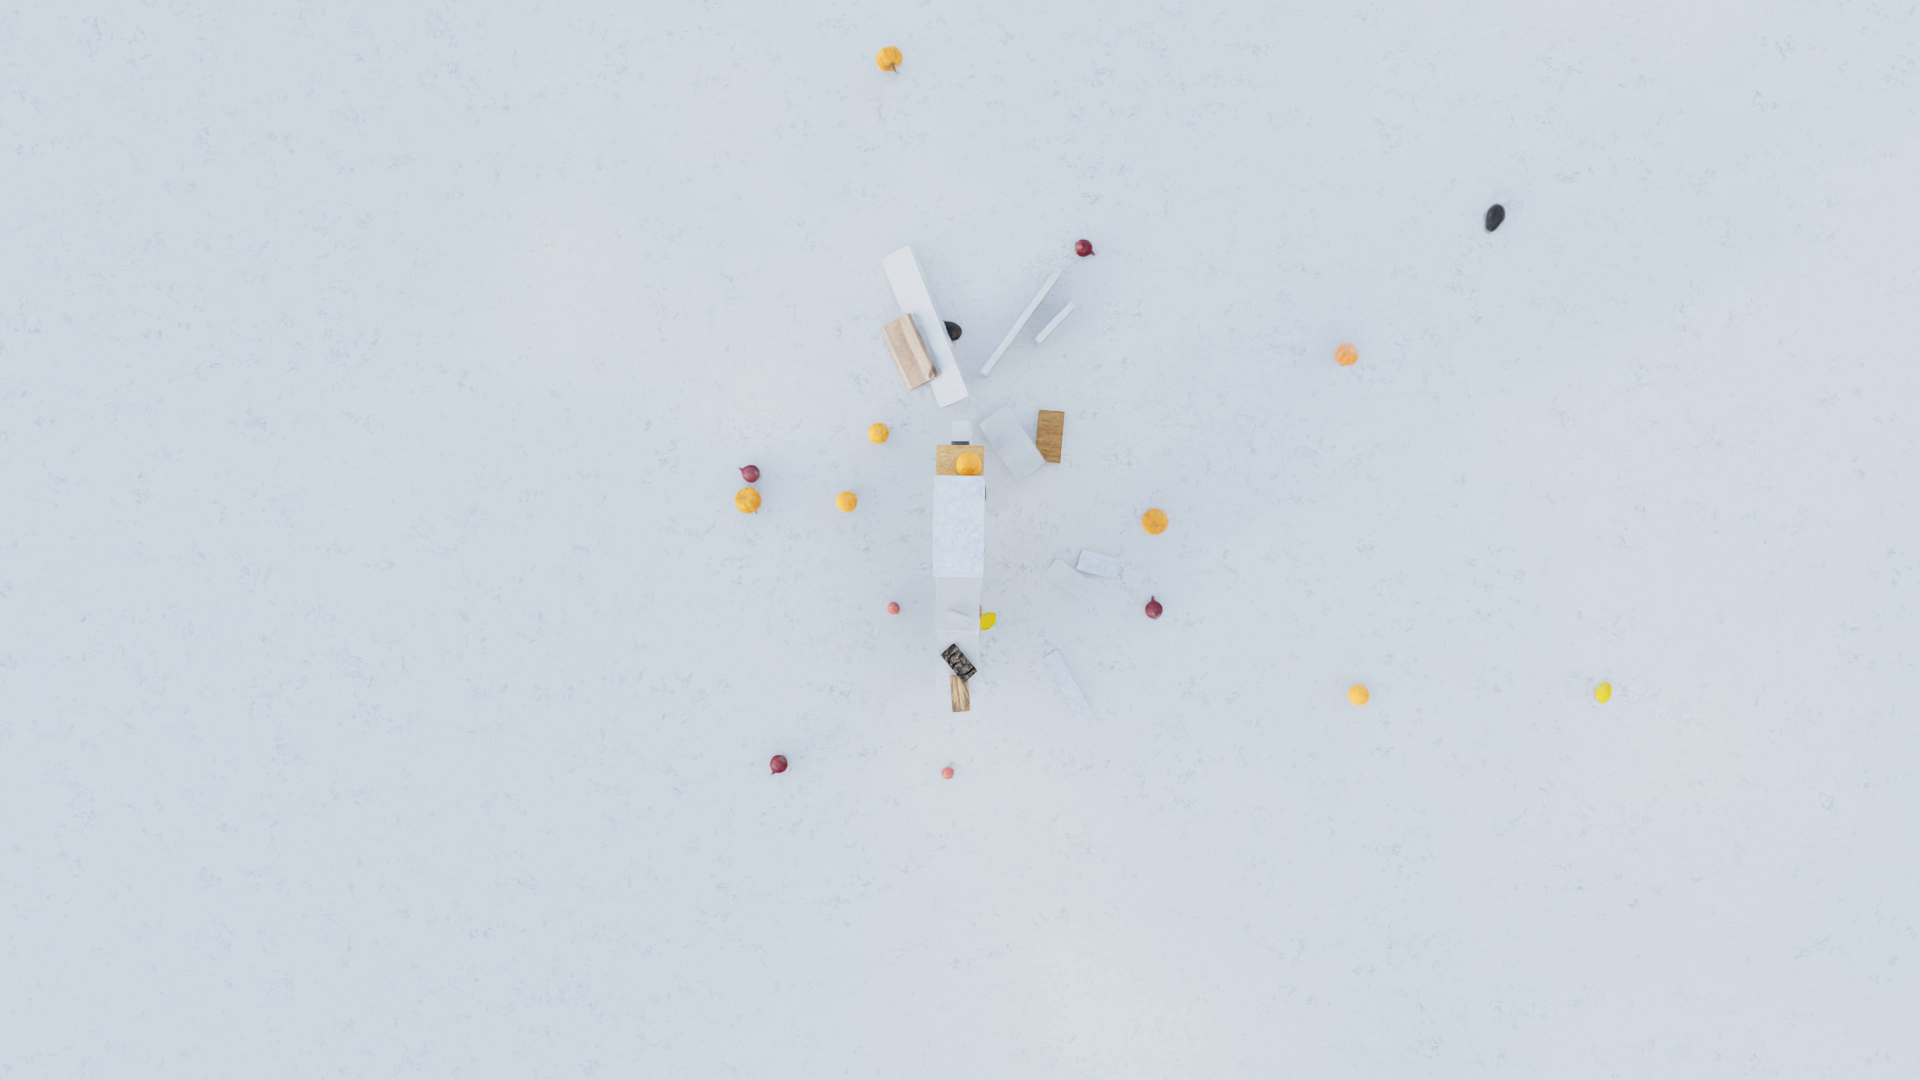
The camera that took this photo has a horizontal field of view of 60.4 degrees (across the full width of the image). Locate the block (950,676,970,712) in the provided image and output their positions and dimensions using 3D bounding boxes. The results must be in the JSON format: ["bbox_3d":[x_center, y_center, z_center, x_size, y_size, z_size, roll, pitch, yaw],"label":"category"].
[{"bbox_3d":[0.000,0.447,4.807,0.053,0.015,0.106,-4,91,0],"label":"block"}]

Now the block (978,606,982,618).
[{"bbox_3d":[0.002,0.211,4.908,0.122,0.343,0.035,2,89,0],"label":"block"}]

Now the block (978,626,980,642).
[{"bbox_3d":[0.002,0.283,4.962,0.117,0.233,0.033,0,82,0],"label":"block"}]

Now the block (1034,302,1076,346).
[{"bbox_3d":[0.313,-0.715,5.457,0.024,0.085,0.170,44,90,0],"label":"block"}]

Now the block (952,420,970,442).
[{"bbox_3d":[0.003,-0.331,5.375,0.059,0.017,0.117,1,90,0],"label":"block"}]

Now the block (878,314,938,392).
[{"bbox_3d":[-0.170,-0.621,5.462,0.114,0.032,0.229,-24,90,24],"label":"block"}]

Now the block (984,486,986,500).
[{"bbox_3d":[0.002,-0.129,4.537,0.135,0.269,0.038,0,92,0],"label":"block"}]

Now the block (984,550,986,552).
[{"bbox_3d":[-0.004,0.033,4.552,0.135,0.300,0.038,17,87,0],"label":"block"}]

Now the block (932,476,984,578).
[{"bbox_3d":[-0.003,-0.036,4.382,0.135,0.038,0.269,1,90,0],"label":"block"}]

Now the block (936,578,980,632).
[{"bbox_3d":[-0.003,0.137,4.720,0.122,0.035,0.244,3,90,0],"label":"block"}]

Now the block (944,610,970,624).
[{"bbox_3d":[-0.008,0.216,4.632,0.069,0.139,0.020,18,87,0],"label":"block"}]

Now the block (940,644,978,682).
[{"bbox_3d":[-0.003,0.358,4.796,0.053,0.015,0.106,-40,83,-5],"label":"block"}]

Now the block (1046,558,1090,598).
[{"bbox_3d":[0.359,0.127,5.490,0.139,0.020,0.069,36,90,0],"label":"block"}]

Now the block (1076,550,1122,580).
[{"bbox_3d":[0.462,0.082,5.490,0.139,0.020,0.069,15,90,0],"label":"block"}]

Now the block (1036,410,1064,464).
[{"bbox_3d":[0.298,-0.345,5.488,0.085,0.024,0.170,5,90,0],"label":"block"}]

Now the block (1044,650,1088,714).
[{"bbox_3d":[0.353,0.474,5.492,0.053,0.015,0.217,-30,90,0],"label":"block"}]

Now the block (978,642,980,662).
[{"bbox_3d":[0.004,0.270,5.248,0.118,0.033,0.236,0,90,0],"label":"block"}]

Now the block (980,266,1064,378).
[{"bbox_3d":[0.204,-0.721,5.457,0.024,0.085,0.432,36,90,0],"label":"block"}]

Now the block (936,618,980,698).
[{"bbox_3d":[-0.006,0.343,4.829,0.117,0.033,0.233,2,91,0],"label":"block"}]

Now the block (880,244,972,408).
[{"bbox_3d":[-0.110,-0.707,5.459,0.114,0.032,0.534,-22,90,28],"label":"block"}]

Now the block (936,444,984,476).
[{"bbox_3d":[-0.001,-0.133,4.691,0.135,0.038,0.271,1,90,0],"label":"block"}]

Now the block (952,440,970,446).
[{"bbox_3d":[0.001,-0.255,5.203,0.056,0.016,0.112,1,90,0],"label":"block"}]

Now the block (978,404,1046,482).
[{"bbox_3d":[0.173,-0.322,5.469,0.114,0.032,0.229,-35,87,8],"label":"block"}]
